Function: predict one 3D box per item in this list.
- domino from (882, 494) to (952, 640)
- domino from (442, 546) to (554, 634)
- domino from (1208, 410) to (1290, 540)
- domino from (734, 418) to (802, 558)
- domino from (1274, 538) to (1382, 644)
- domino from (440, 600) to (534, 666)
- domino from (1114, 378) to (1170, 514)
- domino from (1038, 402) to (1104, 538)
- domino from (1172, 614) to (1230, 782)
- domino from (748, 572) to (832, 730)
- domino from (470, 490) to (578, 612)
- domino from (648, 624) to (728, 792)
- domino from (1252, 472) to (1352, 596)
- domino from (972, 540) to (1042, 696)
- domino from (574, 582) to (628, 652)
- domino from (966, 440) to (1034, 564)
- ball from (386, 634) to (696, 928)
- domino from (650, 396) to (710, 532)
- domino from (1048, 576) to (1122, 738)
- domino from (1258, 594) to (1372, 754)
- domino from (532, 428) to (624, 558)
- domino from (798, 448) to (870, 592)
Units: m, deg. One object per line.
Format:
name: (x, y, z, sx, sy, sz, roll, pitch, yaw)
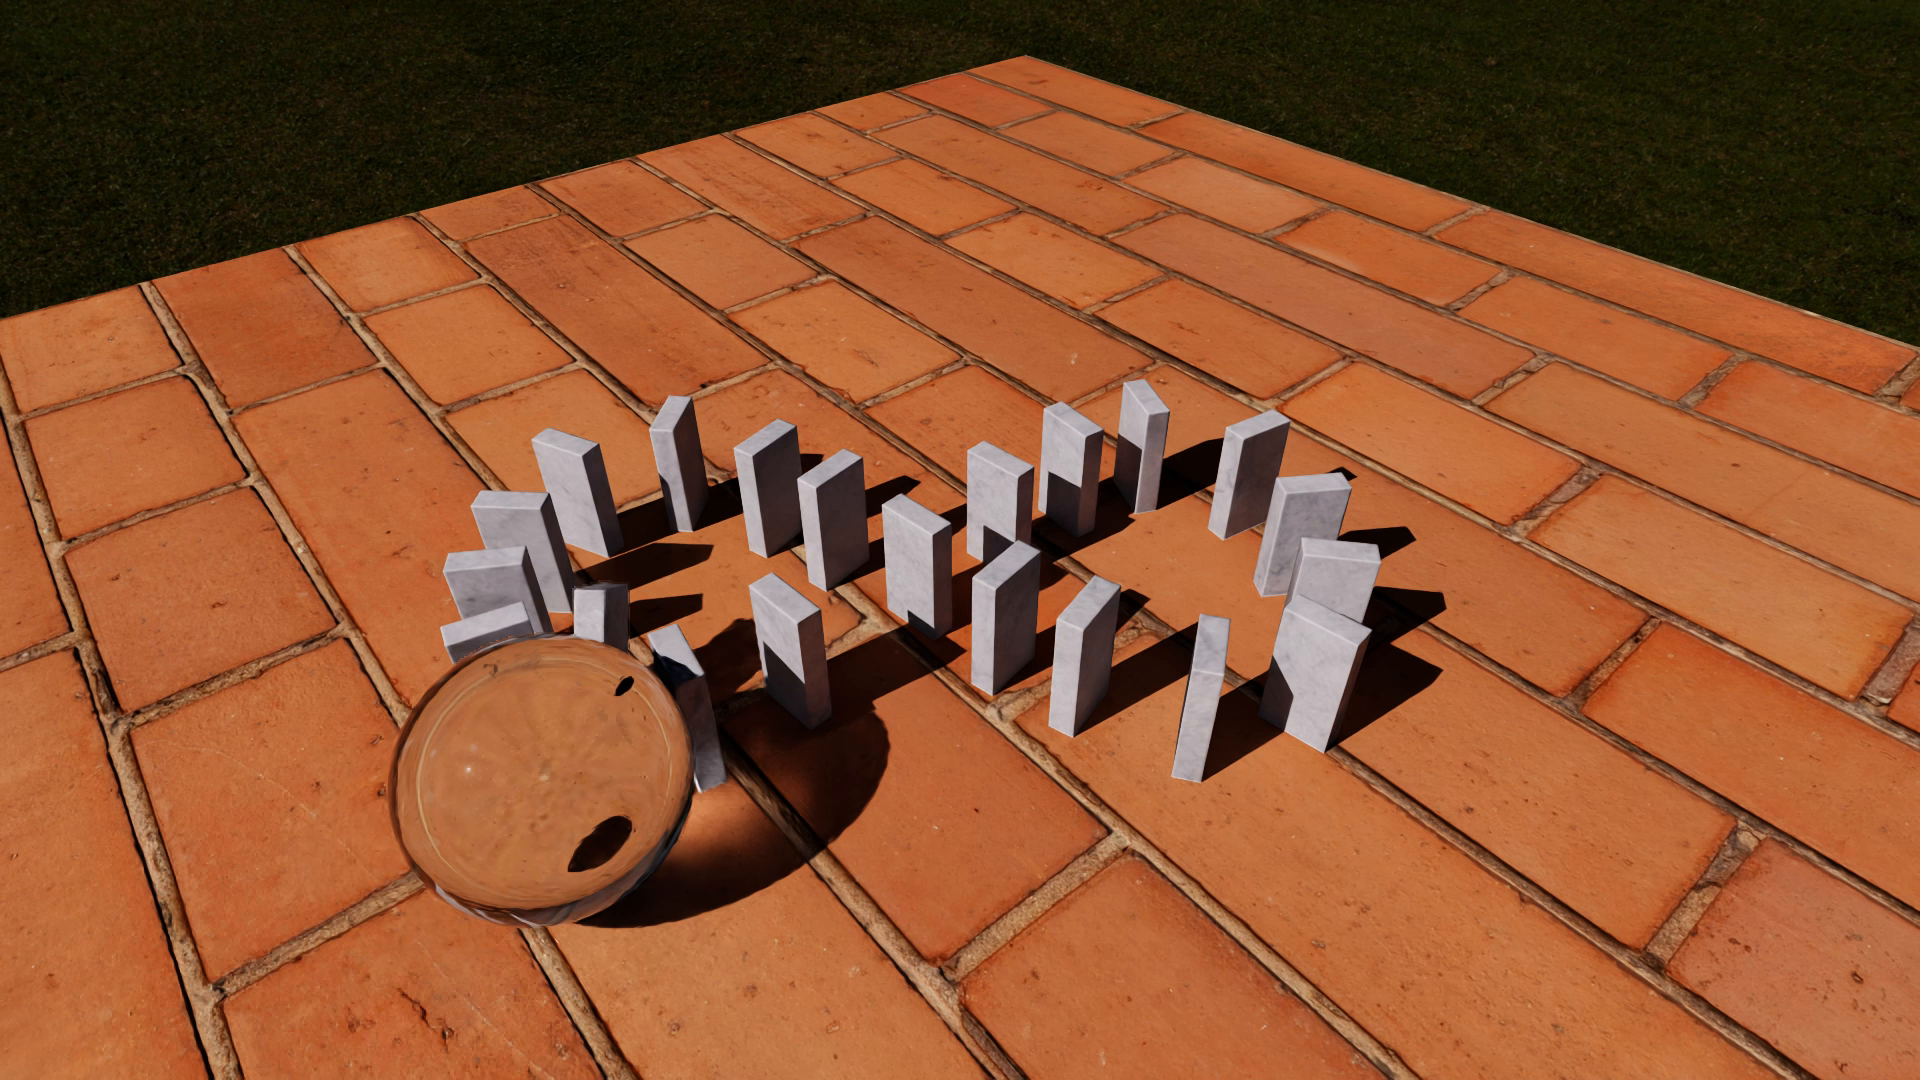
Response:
domino: (-0.015, 0.010, 0.399, 0.025, 0.050, 0.010, 31, 49, 32)
domino: (-0.158, 0.025, 0.381, 0.025, 0.050, 0.009, -6, 40, -7)
domino: (0.116, -0.026, 0.443, 0.025, 0.050, 0.010, -21, 44, -24)
domino: (-0.074, -0.020, 0.436, 0.010, 0.050, 0.025, 24, 45, 26)
domino: (0.128, 0.023, 0.384, 0.025, 0.050, 0.009, 6, 40, 7)
domino: (-0.147, 0.045, 0.357, 0.025, 0.050, 0.009, -19, 43, -22)
domino: (0.075, -0.039, 0.459, 0.010, 0.050, 0.025, -10, 40, -12)
domino: (0.044, -0.028, 0.446, 0.010, 0.050, 0.025, -25, 45, -27)
domino: (0.076, 0.051, 0.350, 0.009, 0.050, 0.025, 10, 40, 12)
domino: (-0.056, 0.037, 0.366, 0.009, 0.050, 0.025, -32, 49, -33)
domino: (-0.159, 0.005, 0.405, 0.025, 0.050, 0.009, 2, 39, 2)
domino: (-0.085, 0.053, 0.346, 0.010, 0.050, 0.025, -20, 43, -23)
domino: (0.128, -0.001, 0.413, 0.025, 0.050, 0.009, -5, 40, -6)
domino: (0.016, 0.027, 0.378, 0.010, 0.050, 0.025, 27, 47, 29)
domino: (-0.117, 0.040, 0.359, 0.009, 0.050, 0.025, 2, 2, -1)
domino: (0.015, -0.011, 0.425, 0.025, 0.050, 0.010, 31, 48, 32)
ball: (-0.115, 0.066, 0.307, 0.080, 0.080, 0.080, 0, 39, 0)
domino: (-0.114, -0.031, 0.449, 0.009, 0.050, 0.025, 4, 39, 5)
domino: (0.041, 0.039, 0.364, 0.010, 0.050, 0.025, 23, 45, 26)
domino: (0.114, 0.044, 0.358, 0.025, 0.050, 0.009, 30, 48, 31)
domino: (-0.150, -0.018, 0.434, 0.025, 0.050, 0.010, 18, 42, 20)
domino: (-0.048, -0.007, 0.420, 0.010, 0.050, 0.025, 27, 46, 29)
